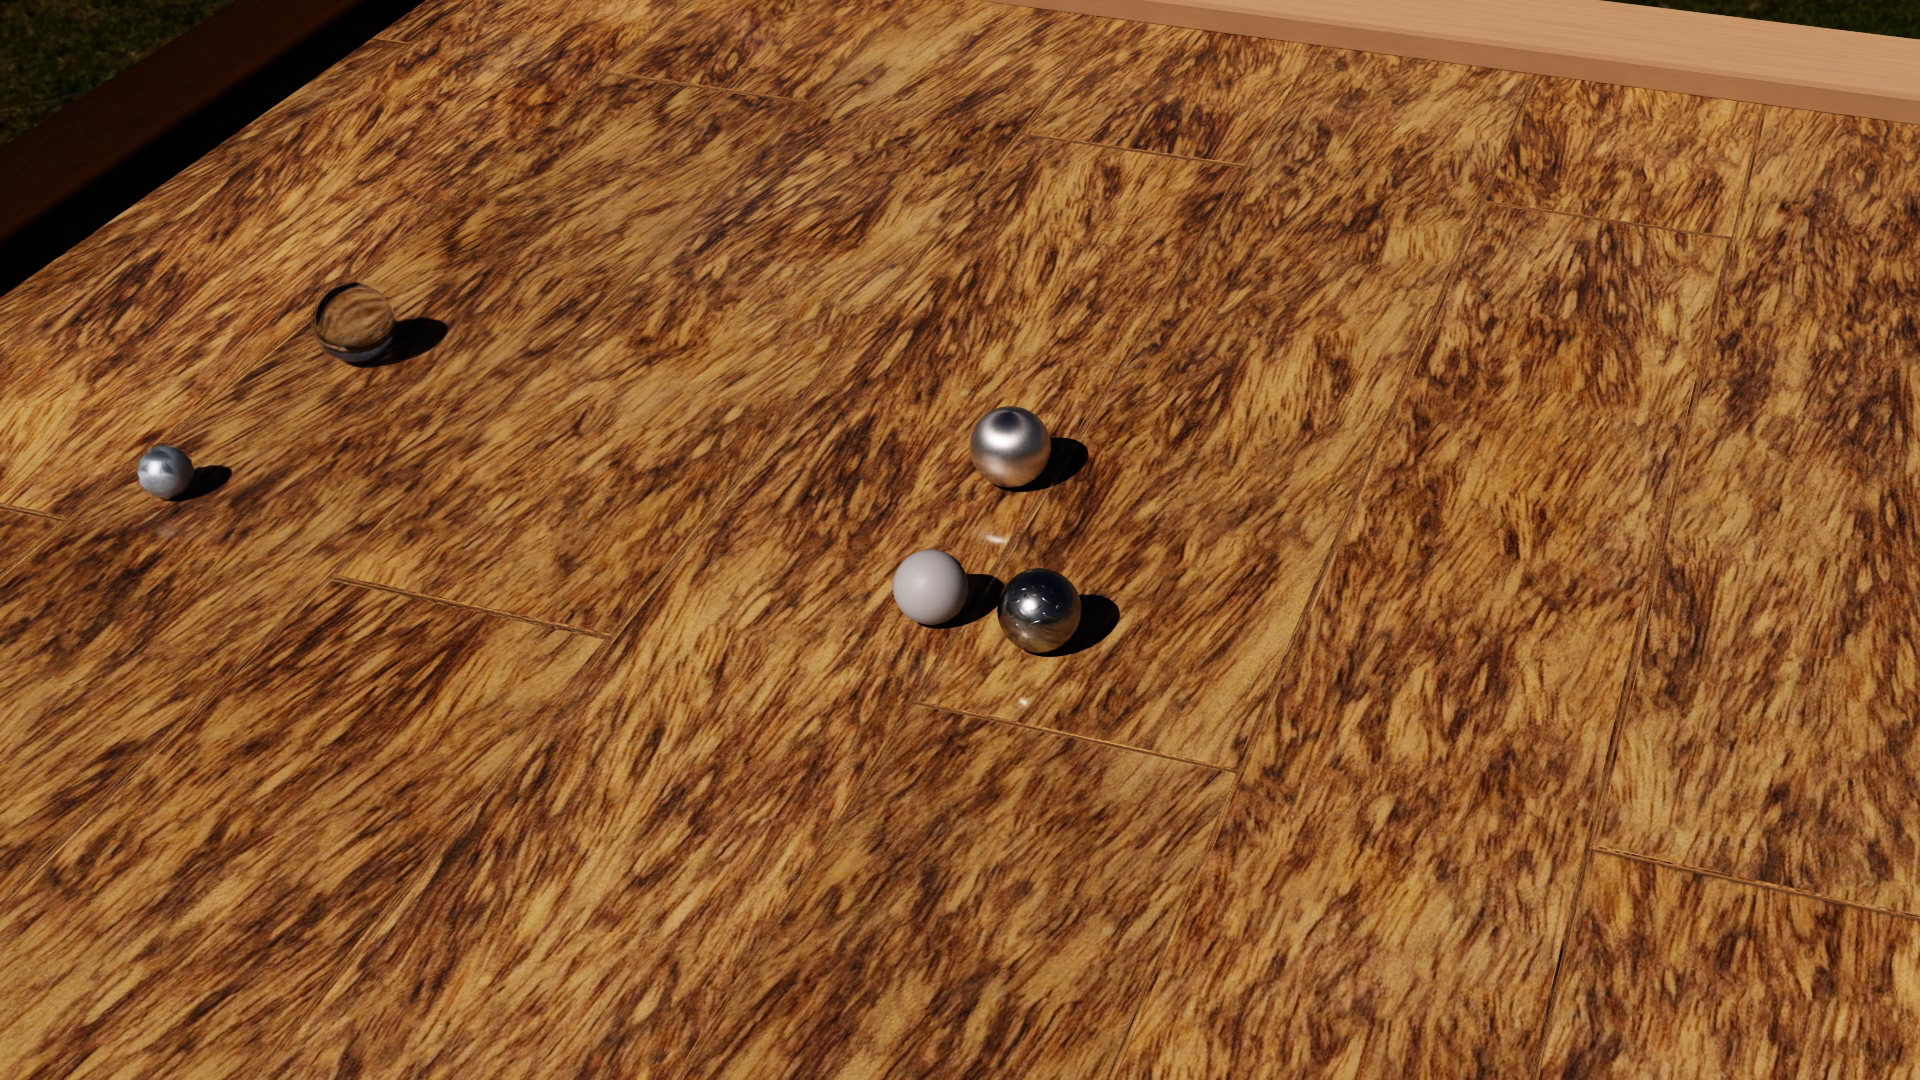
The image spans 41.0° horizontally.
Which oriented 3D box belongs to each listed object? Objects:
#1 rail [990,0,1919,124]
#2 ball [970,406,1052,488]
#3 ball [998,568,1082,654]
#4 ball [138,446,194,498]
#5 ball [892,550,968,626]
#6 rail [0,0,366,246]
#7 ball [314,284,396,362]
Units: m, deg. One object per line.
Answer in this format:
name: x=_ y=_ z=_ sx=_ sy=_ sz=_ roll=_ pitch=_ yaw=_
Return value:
rail: x=1.416 y=-0.408 z=2.640 sx=4.369 sy=0.094 sz=0.045 roll=11 pitch=35 yaw=16
ball: x=0.042 y=-0.078 z=2.161 sx=0.069 sy=0.069 sz=0.069 roll=0 pitch=33 yaw=0
ball: x=0.061 y=0.054 z=1.962 sx=0.065 sy=0.065 sz=0.065 roll=0 pitch=33 yaw=0
ball: x=-0.665 y=-0.057 z=2.150 sx=0.044 sy=0.044 sz=0.044 roll=0 pitch=33 yaw=0
ball: x=-0.023 y=0.037 z=1.994 sx=0.059 sy=0.059 sz=0.059 roll=0 pitch=33 yaw=0
rail: x=-1.006 y=-0.211 z=2.339 sx=0.045 sy=0.094 sz=2.354 roll=11 pitch=35 yaw=16
ball: x=-0.552 y=-0.198 z=2.340 sx=0.073 sy=0.073 sz=0.073 roll=0 pitch=33 yaw=0
